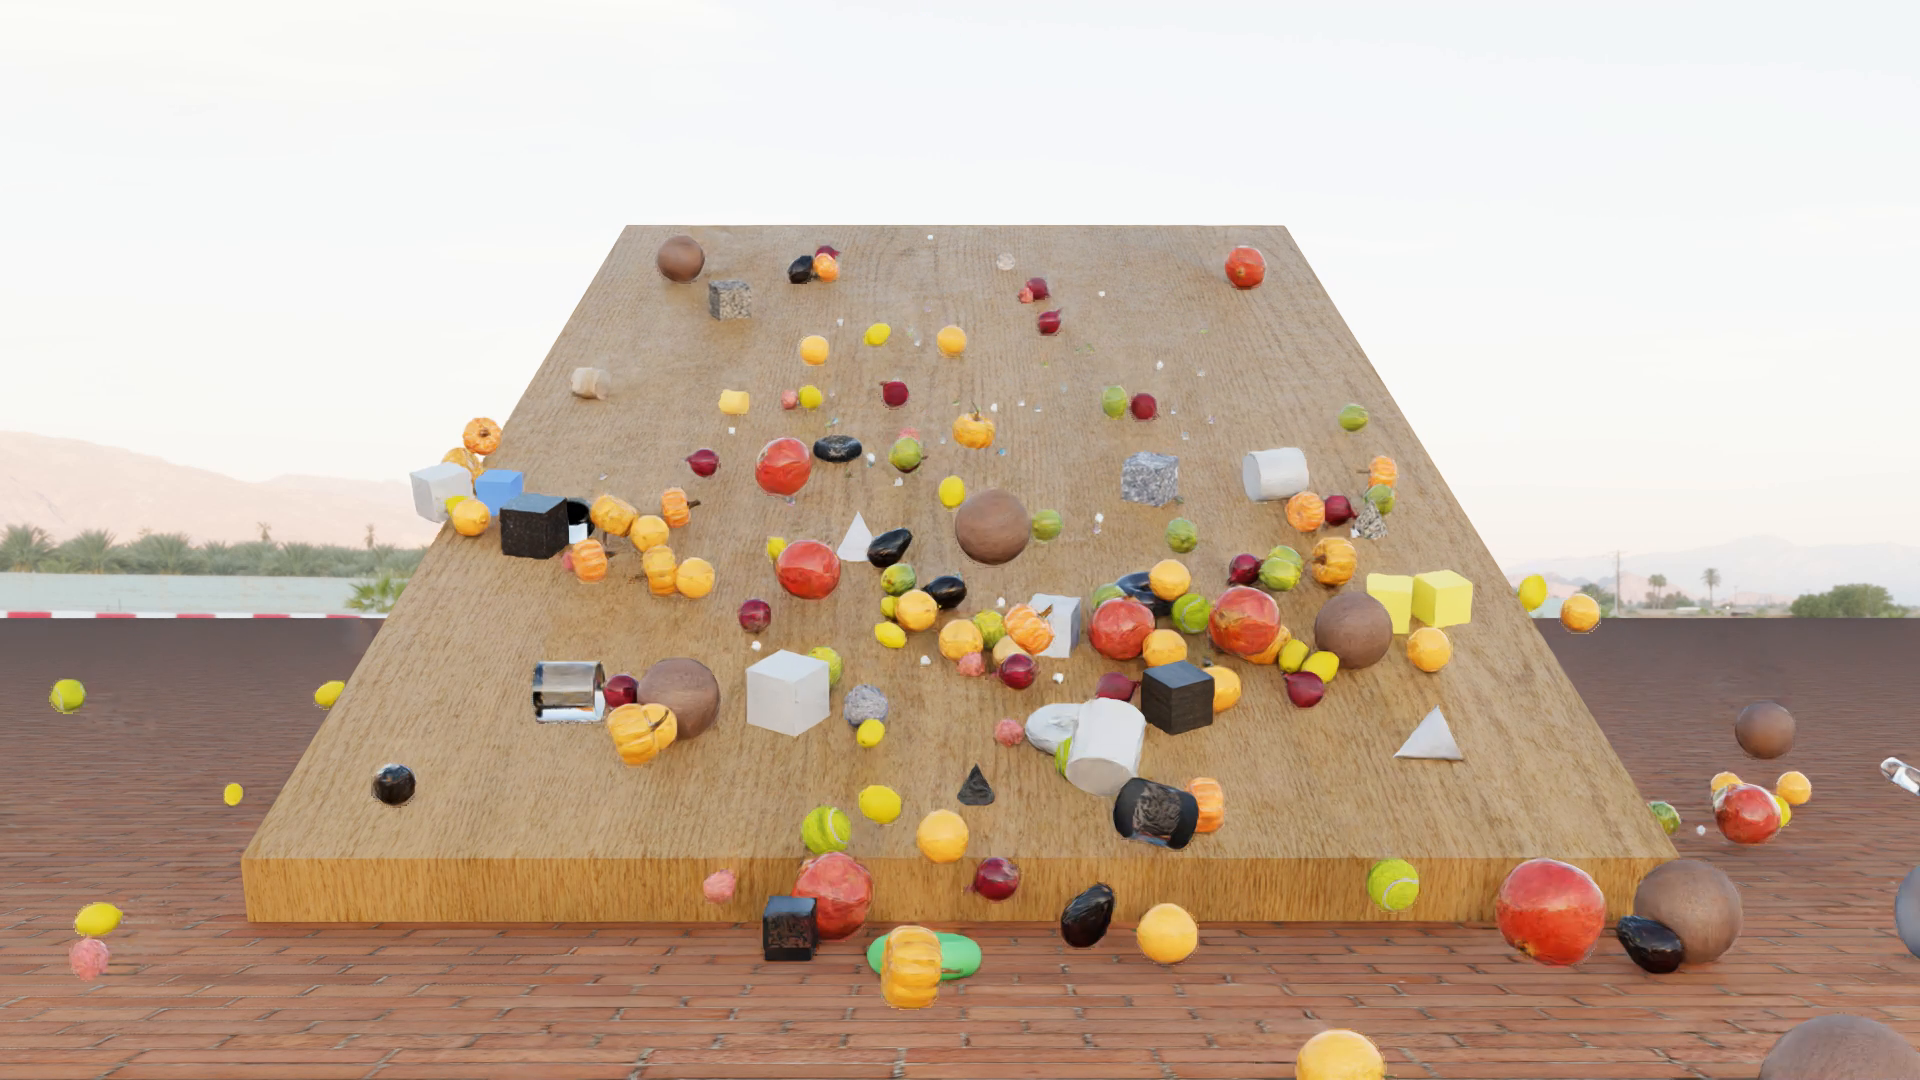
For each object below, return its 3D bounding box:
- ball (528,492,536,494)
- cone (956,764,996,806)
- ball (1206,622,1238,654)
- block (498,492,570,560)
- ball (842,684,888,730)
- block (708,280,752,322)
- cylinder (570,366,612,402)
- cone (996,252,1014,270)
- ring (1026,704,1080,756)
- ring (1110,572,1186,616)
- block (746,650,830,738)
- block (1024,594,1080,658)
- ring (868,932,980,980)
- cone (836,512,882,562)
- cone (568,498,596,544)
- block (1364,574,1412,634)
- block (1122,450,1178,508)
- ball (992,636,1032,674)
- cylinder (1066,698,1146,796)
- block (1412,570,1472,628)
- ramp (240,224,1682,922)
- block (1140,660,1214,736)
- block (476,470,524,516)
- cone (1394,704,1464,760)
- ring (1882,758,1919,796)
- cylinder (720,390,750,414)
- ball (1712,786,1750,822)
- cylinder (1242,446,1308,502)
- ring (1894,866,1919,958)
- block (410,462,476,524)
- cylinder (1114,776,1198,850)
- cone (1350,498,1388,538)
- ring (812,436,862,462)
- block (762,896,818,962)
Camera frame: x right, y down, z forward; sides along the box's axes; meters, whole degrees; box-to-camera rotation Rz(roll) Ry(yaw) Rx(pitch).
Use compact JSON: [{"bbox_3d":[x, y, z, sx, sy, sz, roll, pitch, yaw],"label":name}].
[{"bbox_3d":[-0.821,-0.052,4.366,0.077,0.077,0.077,0,-2,0],"label":"ball"},{"bbox_3d":[0.024,0.351,3.319,0.057,0.057,0.057,0,20,0],"label":"cone"},{"bbox_3d":[0.441,0.165,3.826,0.052,0.052,0.052,0,-2,0],"label":"ball"},{"bbox_3d":[-0.799,-0.026,4.273,0.093,0.093,0.093,6,21,16],"label":"block"},{"bbox_3d":[-0.147,0.260,3.539,0.071,0.071,0.071,0,-2,0],"label":"ball"},{"bbox_3d":[-0.593,-0.617,5.866,0.086,0.086,0.086,-9,22,-24],"label":"block"},{"bbox_3d":[-0.843,-0.359,5.197,0.067,0.067,0.067,21,9,29],"label":"cylinder"},{"bbox_3d":[0.130,-0.775,6.381,0.052,0.052,0.052,0,-6,5],"label":"cone"},{"bbox_3d":[0.166,0.291,3.499,0.131,0.044,0.131,-1,22,0],"label":"ring"},{"bbox_3d":[0.333,0.096,4.021,0.136,0.045,0.136,-1,22,0],"label":"ring"},{"bbox_3d":[-0.269,0.240,3.564,0.092,0.092,0.092,13,24,30],"label":"block"},{"bbox_3d":[0.156,0.145,3.839,0.079,0.079,0.079,6,21,14],"label":"block"},{"bbox_3d":[-0.043,0.499,2.726,0.136,0.045,0.136,1,-2,0],"label":"ring"},{"bbox_3d":[-0.190,-0.014,4.254,0.084,0.084,0.084,0,20,0],"label":"cone"},{"bbox_3d":[-0.721,-0.032,4.364,0.090,0.090,0.090,0,-7,15],"label":"cone"},{"bbox_3d":[0.742,0.110,3.938,0.077,0.077,0.077,4,21,11],"label":"block"},{"bbox_3d":[0.380,-0.122,4.549,0.083,0.083,0.083,11,23,28],"label":"block"},{"bbox_3d":[0.085,0.189,3.740,0.065,0.065,0.065,0,-2,0],"label":"ball"},{"bbox_3d":[0.205,0.292,3.197,0.099,0.099,0.099,9,-37,7],"label":"cylinder"},{"bbox_3d":[0.840,0.102,3.965,0.073,0.073,0.073,-8,22,-20],"label":"block"},{"bbox_3d":[-0.005,-0.211,5.046,2.000,0.100,4.000,0,20,0],"label":"ramp"},{"bbox_3d":[0.341,0.247,3.564,0.081,0.081,0.081,-12,24,-29],"label":"block"},{"bbox_3d":[-0.907,-0.093,4.481,0.071,0.071,0.071,4,21,9],"label":"block"},{"bbox_3d":[0.700,0.311,3.449,0.094,0.094,0.094,-26,-6,8],"label":"cone"},{"bbox_3d":[2.189,0.551,5.230,0.145,0.048,0.145,29,5,-3],"label":"ring"},{"bbox_3d":[-0.505,-0.309,5.091,0.050,0.050,0.050,7,0,18],"label":"cylinder"},{"bbox_3d":[1.600,0.547,4.721,0.073,0.073,0.073,0,-2,0],"label":"ball"},{"bbox_3d":[0.630,-0.131,4.545,0.100,0.100,0.100,-7,0,-14],"label":"cylinder"},{"bbox_3d":[1.179,0.448,2.734,0.042,0.125,0.125,10,-6,-23],"label":"ring"},{"bbox_3d":[-1.015,-0.094,4.464,0.087,0.087,0.087,-21,25,-35],"label":"block"},{"bbox_3d":[0.269,0.376,3.124,0.083,0.083,0.083,20,-11,-28],"label":"cylinder"},{"bbox_3d":[0.790,-0.049,4.369,0.073,0.073,0.073,0,20,0],"label":"cone"},{"bbox_3d":[-0.259,-0.193,4.804,0.105,0.035,0.105,0,22,0],"label":"ring"},{"bbox_3d":[-0.212,0.487,2.850,0.059,0.059,0.059,0,18,5],"label":"block"}]
